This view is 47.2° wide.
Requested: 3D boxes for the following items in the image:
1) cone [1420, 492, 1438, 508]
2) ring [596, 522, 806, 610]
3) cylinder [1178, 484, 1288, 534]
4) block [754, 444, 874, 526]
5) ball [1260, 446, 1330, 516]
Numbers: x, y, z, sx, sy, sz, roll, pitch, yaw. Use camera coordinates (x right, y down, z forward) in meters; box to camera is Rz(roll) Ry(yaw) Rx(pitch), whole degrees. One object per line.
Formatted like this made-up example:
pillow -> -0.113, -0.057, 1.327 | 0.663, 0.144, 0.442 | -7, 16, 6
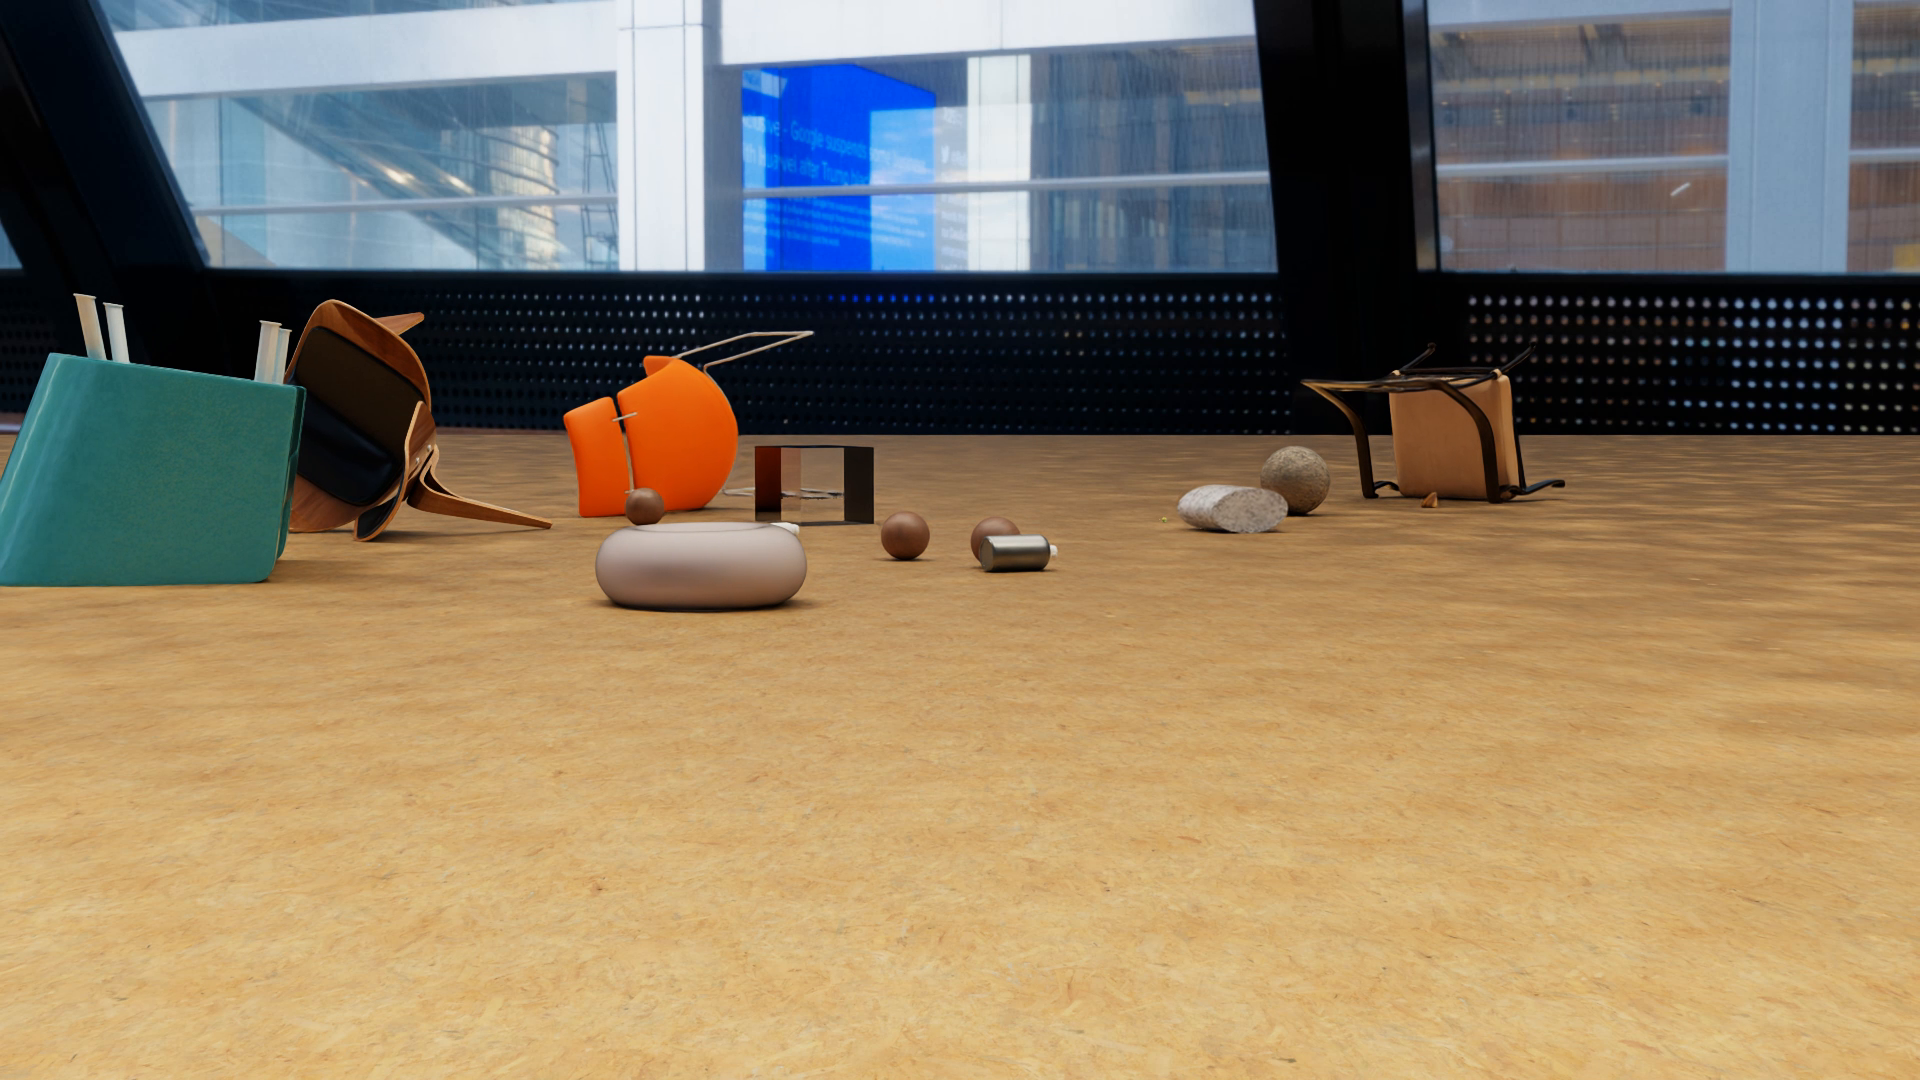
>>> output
cone -> 1.789, -0.136, 8.314 | 0.084, 0.076, 0.047 | -19, 55, -37
ring -> -0.543, 0.053, 4.612 | 0.478, 0.163, 0.404 | 2, 6, 38
cylinder -> 0.864, -0.100, 6.979 | 0.261, 0.140, 0.263 | -5, 5, -19
block -> -0.491, -0.186, 7.390 | 0.272, 0.256, 0.343 | -2, 5, -31
ball -> 1.194, -0.212, 7.833 | 0.248, 0.248, 0.248 | 0, 4, 0
